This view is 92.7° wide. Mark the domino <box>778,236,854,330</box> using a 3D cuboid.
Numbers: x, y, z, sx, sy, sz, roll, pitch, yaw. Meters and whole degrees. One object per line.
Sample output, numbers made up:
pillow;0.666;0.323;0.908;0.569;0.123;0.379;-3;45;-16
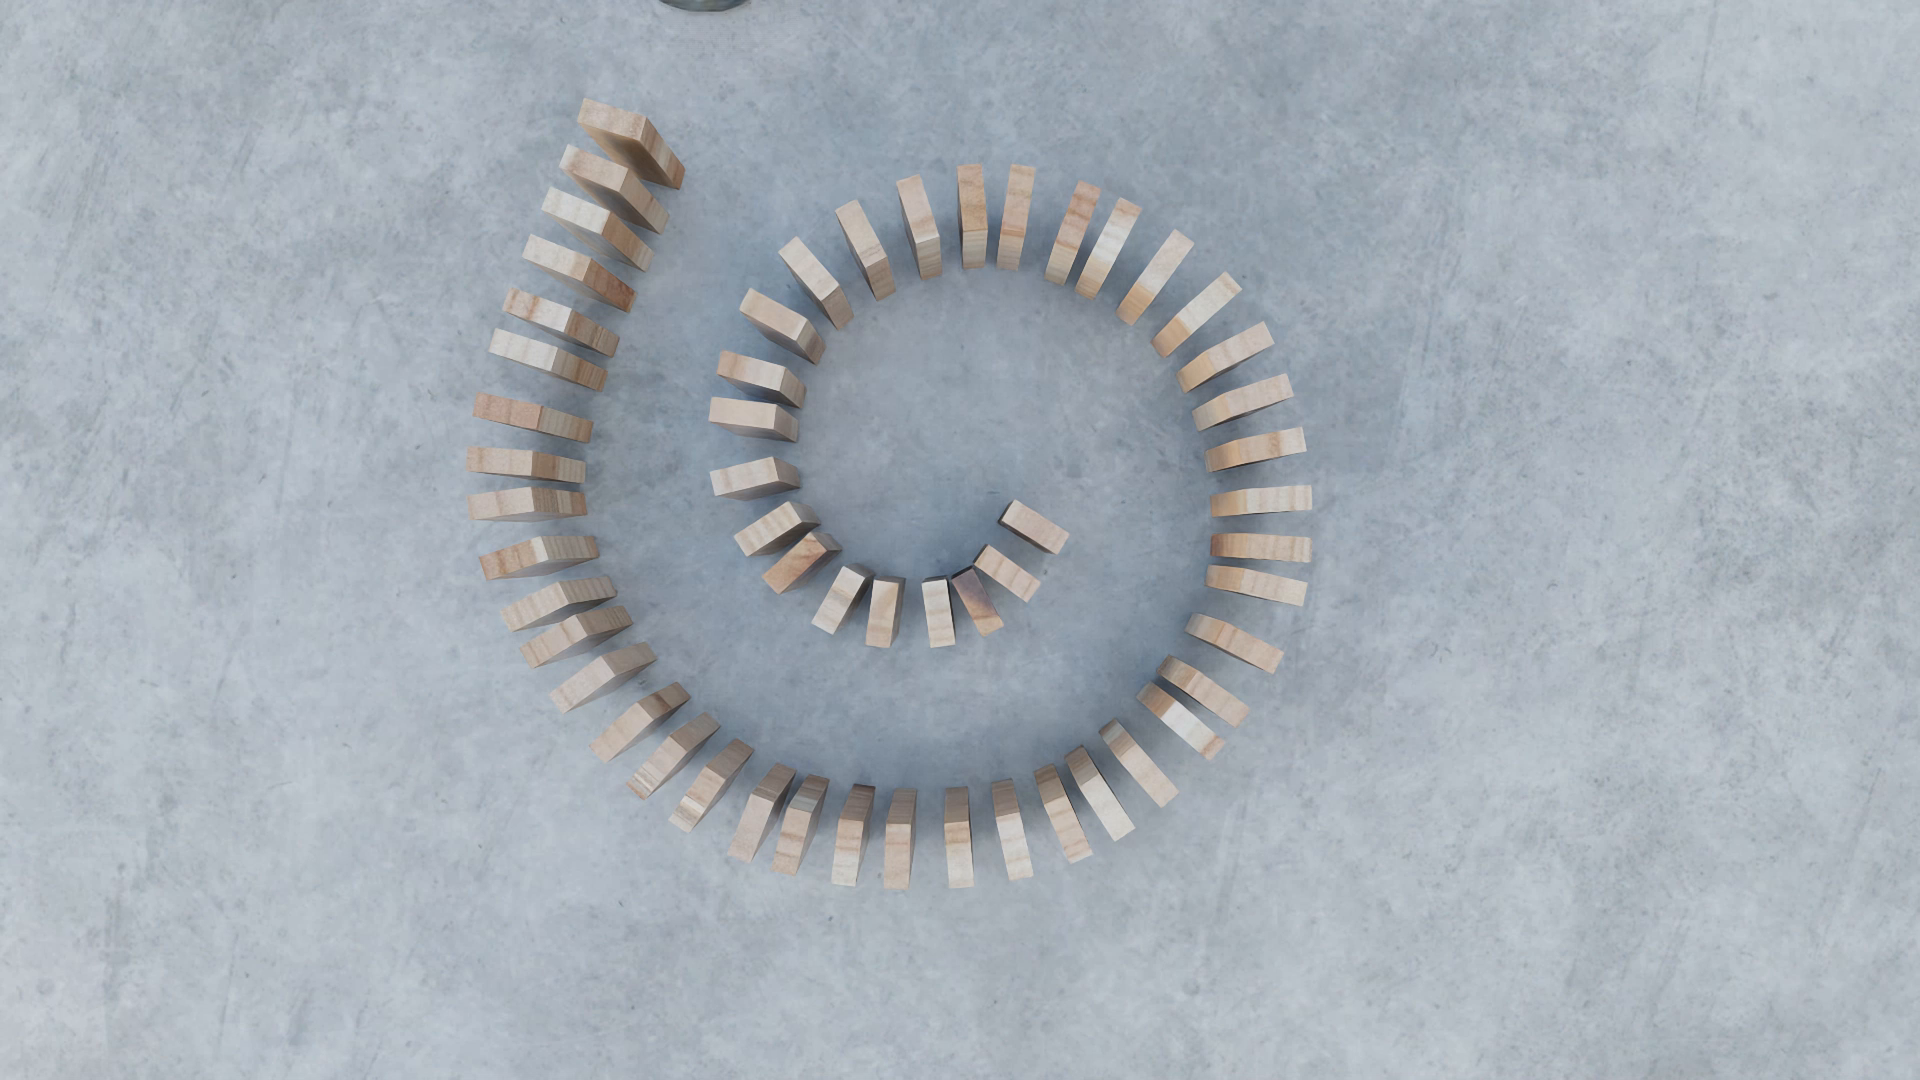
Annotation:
domino;-0.058;-0.104;0.375;0.009;0.050;0.025;-41;90;0

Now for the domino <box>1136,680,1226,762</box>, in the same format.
domino;0.089;0.073;0.375;0.025;0.050;0.009;41;90;0

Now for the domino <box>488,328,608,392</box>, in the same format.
domino;-0.167;-0.073;0.375;0.025;0.050;0.010;17;90;0

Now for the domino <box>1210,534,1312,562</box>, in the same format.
domino;0.122;0.003;0.375;0.025;0.050;0.009;4;90;0

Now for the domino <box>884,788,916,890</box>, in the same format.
domino;-0.024;0.121;0.375;0.010;0.050;0.025;2;90;0

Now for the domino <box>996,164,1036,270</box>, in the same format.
domino;0.022;-0.131;0.375;0.010;0.050;0.025;9;90;0

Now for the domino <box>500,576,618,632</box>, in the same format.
domino;-0.163;0.026;0.375;0.025;0.050;0.010;-26;90;0

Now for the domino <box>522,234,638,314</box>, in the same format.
domino;-0.154;-0.108;0.375;0.025;0.050;0.010;22;90;0

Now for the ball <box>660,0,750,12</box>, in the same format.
ball;-0.105;-0.253;0.360;0.080;0.080;0.080;0;90;0

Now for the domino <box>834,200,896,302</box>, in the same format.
domino;-0.038;-0.117;0.375;0.010;0.050;0.025;-28;90;0

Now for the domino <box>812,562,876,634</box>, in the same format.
domino;-0.047;0.023;0.375;0.009;0.050;0.025;29;90;0

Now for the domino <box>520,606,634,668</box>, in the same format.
domino;-0.155;0.039;0.375;0.025;0.050;0.009;-31;90;0

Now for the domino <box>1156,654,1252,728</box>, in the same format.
domino;0.098;0.061;0.375;0.025;0.050;0.010;36;90;0

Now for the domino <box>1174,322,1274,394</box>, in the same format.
domino;0.107;-0.074;0.375;0.025;0.050;0.010;-27;90;0

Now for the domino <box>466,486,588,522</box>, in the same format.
domino;-0.176;-0.014;0.375;0.025;0.050;0.009;-8;90;0

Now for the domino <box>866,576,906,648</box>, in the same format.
domino;-0.030;0.028;0.375;0.010;0.050;0.025;8;90;0

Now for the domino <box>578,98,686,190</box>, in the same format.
domino;-0.133;-0.161;0.375;0.025;0.050;0.010;17;90;0

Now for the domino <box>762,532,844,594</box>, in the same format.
domino;-0.063;0.009;0.375;0.025;0.050;0.010;-42;90;0

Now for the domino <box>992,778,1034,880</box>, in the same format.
domino;0.021;0.117;0.375;0.009;0.050;0.025;-13;90;0

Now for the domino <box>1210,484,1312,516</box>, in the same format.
domino;0.122;-0.016;0.375;0.025;0.050;0.009;-4;90;0

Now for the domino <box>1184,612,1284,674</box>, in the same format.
domino;0.111;0.041;0.375;0.025;0.050;0.009;28;90;0

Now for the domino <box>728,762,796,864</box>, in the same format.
domino;-0.080;0.110;0.375;0.009;0.050;0.025;22;90;0

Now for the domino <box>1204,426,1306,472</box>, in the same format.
domino;0.119;-0.036;0.375;0.025;0.050;0.009;-11;90;0

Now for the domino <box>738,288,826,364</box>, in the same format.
domino;-0.071;-0.086;0.375;0.025;0.050;0.010;29;90;0

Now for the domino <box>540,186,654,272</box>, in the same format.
domino;-0.147;-0.126;0.375;0.025;0.050;0.009;23;90;0

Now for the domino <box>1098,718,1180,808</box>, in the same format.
domino;0.072;0.090;0.375;0.010;0.050;0.025;-41;90;0

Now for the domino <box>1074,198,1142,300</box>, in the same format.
domino;0.060;-0.118;0.375;0.009;0.050;0.025;27;90;0

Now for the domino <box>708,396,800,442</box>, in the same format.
domino;-0.083;-0.049;0.375;0.025;0.050;0.009;7;90;0

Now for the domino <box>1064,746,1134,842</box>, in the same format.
domino;0.056;0.102;0.375;0.010;0.050;0.025;-33;90;0

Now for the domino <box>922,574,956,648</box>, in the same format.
domino;-0.008;0.028;0.375;0.009;0.050;0.025;-8;90;0

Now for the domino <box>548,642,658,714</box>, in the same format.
domino;-0.145;0.055;0.375;0.025;0.050;0.009;-36;90;0

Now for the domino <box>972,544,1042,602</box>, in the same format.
domino;0.018;0.013;0.375;0.025;0.050;0.010;36;90;0

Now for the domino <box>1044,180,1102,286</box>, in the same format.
domino;0.045;-0.124;0.375;0.009;0.050;0.025;21;90;0

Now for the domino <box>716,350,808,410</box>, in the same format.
domino;-0.080;-0.065;0.375;0.025;0.050;0.010;15;90;0

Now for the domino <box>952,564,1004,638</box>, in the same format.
domino;0.007;0.024;0.375;0.010;0.050;0.025;-29;90;0

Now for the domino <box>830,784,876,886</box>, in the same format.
domino;-0.043;0.119;0.375;0.009;0.050;0.025;7;90;0

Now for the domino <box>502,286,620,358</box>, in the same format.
domino;-0.162;-0.088;0.375;0.025;0.050;0.009;20;90;0

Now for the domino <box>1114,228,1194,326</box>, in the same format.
domino;0.078;-0.106;0.375;0.009;0.050;0.025;36;90;0

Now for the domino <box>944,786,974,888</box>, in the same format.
domino;0.000;0.120;0.375;0.009;0.050;0.025;-5;90;0

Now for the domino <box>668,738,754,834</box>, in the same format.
domino;-0.101;0.099;0.375;0.009;0.050;0.025;34;90;0

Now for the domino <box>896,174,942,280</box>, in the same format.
domino;-0.016;-0.127;0.375;0.009;0.050;0.025;-18;90;0

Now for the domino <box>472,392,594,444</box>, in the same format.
domino;-0.173;-0.049;0.375;0.025;0.050;0.010;12;90;0

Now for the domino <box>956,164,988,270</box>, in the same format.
domino;0.005;-0.131;0.375;0.010;0.050;0.025;-6;90;0

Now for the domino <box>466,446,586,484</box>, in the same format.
domino;-0.176;-0.030;0.375;0.025;0.050;0.009;4;90;0

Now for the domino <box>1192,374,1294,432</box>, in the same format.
domino;0.114;-0.056;0.375;0.025;0.050;0.009;-18;90;0

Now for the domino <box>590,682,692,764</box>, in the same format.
domino;-0.130;0.074;0.375;0.025;0.050;0.009;-42;90;0

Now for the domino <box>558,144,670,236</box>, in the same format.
domino;-0.140;-0.142;0.375;0.025;0.050;0.009;22;90;0

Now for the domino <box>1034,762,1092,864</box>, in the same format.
domino;0.041;0.111;0.375;0.010;0.050;0.025;-24;90;0

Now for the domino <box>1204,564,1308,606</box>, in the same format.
domino;0.120;0.018;0.375;0.025;0.050;0.010;13;90;0

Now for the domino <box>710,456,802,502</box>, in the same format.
domino;-0.083;-0.024;0.375;0.025;0.050;0.010;-14;90;0

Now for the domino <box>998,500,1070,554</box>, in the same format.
domino;0.029;-0.005;0.375;0.025;0.050;0.010;32;90;0

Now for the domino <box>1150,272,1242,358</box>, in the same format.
domino;0.095;-0.091;0.375;0.025;0.050;0.010;-42;90;0

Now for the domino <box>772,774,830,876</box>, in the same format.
domino;-0.065;0.115;0.375;0.009;0.050;0.025;15;90;0

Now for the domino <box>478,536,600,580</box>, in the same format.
domino;-0.171;0.007;0.375;0.025;0.050;0.009;-19;90;0

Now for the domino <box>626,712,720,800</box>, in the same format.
domino;-0.116;0.087;0.375;0.009;0.050;0.025;42;90;0

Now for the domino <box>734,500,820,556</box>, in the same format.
domino;-0.074;-0.004;0.375;0.025;0.050;0.009;-32;90;0
